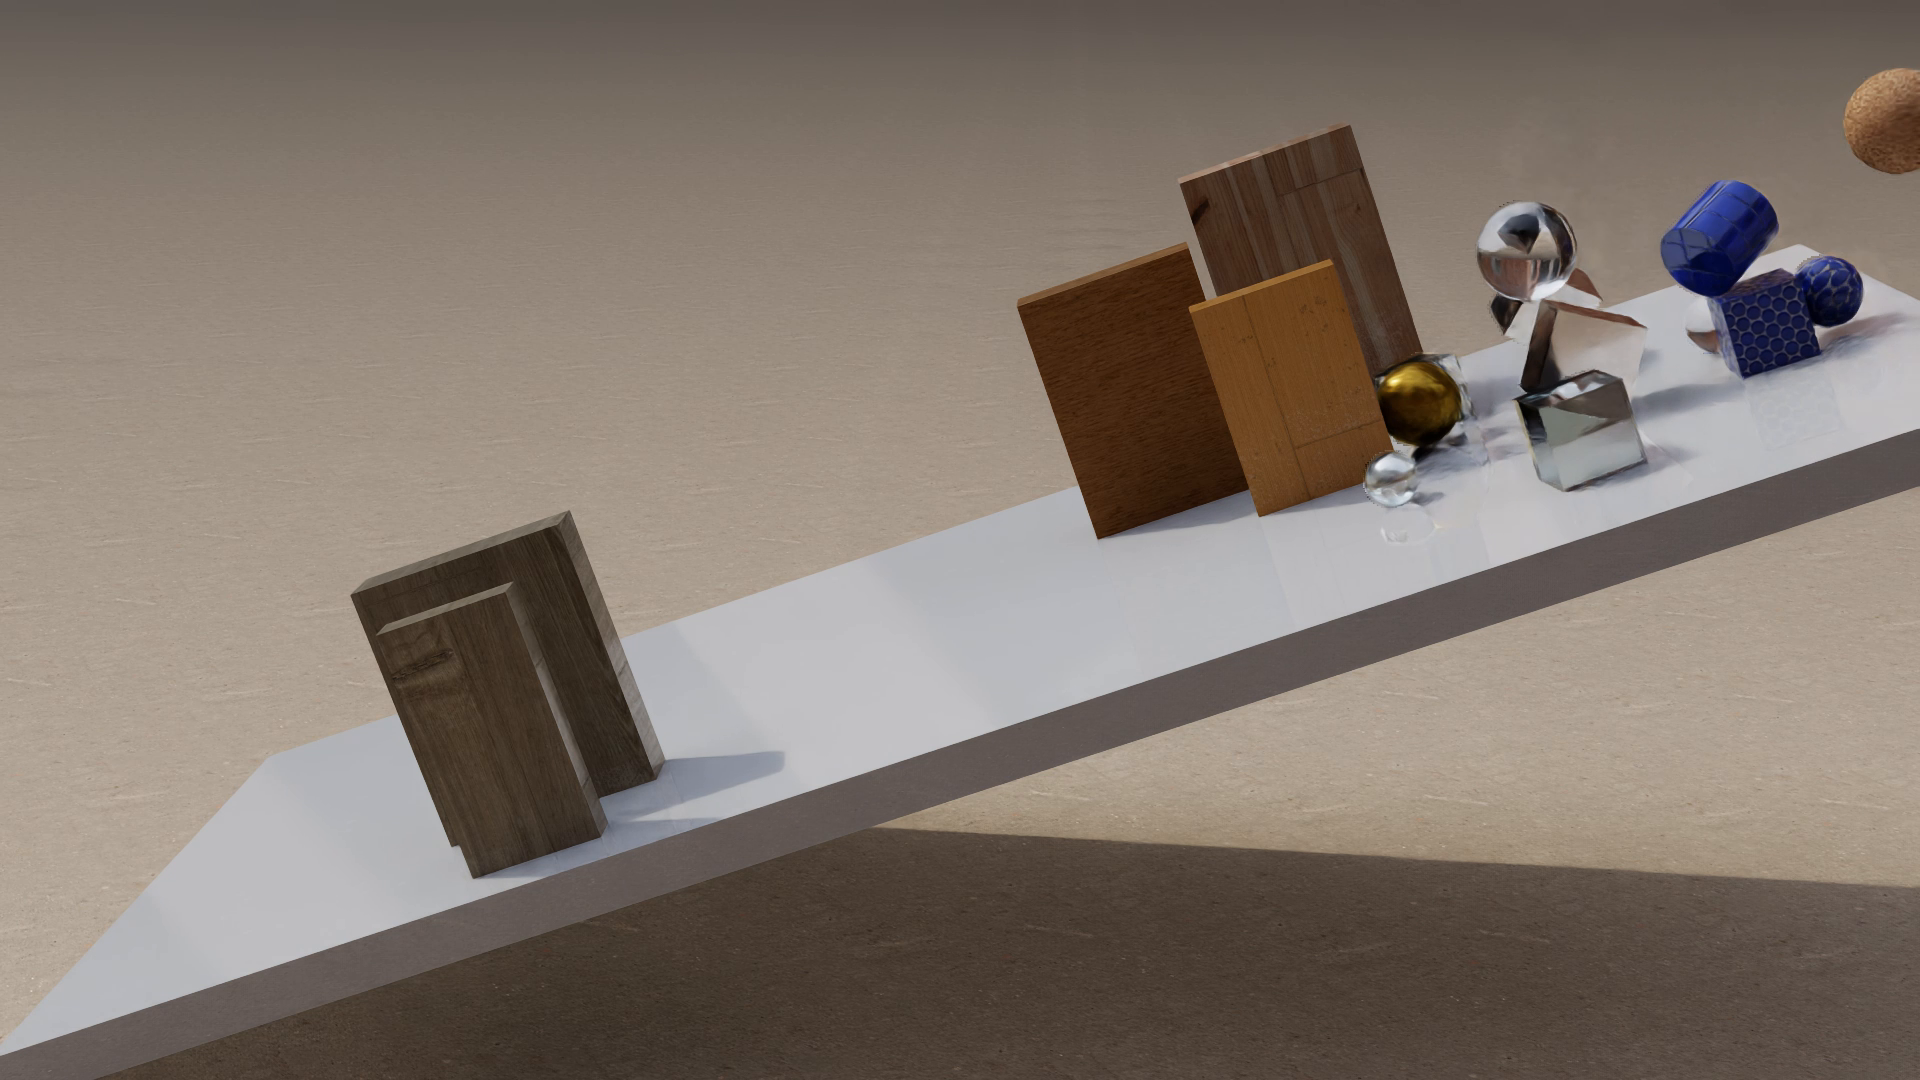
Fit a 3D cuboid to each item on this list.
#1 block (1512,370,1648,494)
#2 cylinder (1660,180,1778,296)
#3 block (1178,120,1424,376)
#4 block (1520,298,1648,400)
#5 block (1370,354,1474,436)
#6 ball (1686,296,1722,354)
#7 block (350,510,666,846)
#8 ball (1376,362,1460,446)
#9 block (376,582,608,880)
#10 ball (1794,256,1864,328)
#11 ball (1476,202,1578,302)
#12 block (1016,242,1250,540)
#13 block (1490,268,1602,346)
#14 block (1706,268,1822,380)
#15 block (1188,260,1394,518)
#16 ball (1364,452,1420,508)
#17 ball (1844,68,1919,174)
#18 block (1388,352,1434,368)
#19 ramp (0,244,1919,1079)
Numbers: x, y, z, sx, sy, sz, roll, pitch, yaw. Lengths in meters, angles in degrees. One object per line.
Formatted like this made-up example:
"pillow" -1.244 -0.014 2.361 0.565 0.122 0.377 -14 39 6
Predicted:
"block" 1.184 -0.209 5.617 0.169 0.169 0.169 -20 11 -2
"cylinder" 1.548 -0.615 5.996 0.170 0.170 0.170 14 49 47
"block" 0.803 -0.582 6.798 0.407 0.662 0.125 -19 11 6
"block" 1.275 -0.373 6.020 0.187 0.187 0.187 11 12 -2
"block" 1.022 -0.320 6.509 0.142 0.142 0.142 -25 12 -24
"ball" 1.599 -0.459 6.218 0.129 0.129 0.129 0 12 0
"block" -0.898 0.277 5.873 0.440 0.547 0.137 -19 11 6
"ball" 0.981 -0.292 6.293 0.180 0.180 0.180 0 12 0
"block" -0.882 0.360 5.560 0.261 0.502 0.089 -19 11 6
"ball" 1.778 -0.509 6.034 0.146 0.146 0.146 0 12 0
"ball" 1.163 -0.592 6.032 0.205 0.205 0.205 0 12 0
"block" 0.406 -0.333 6.560 0.397 0.553 0.130 -19 11 6
"block" 1.292 -0.523 6.493 0.158 0.158 0.158 20 25 -13
"block" 1.632 -0.441 5.985 0.162 0.162 0.162 -18 11 6
"block" 0.707 -0.321 6.219 0.313 0.461 0.094 -19 11 6
"ball" 0.866 -0.121 5.895 0.109 0.109 0.109 0 12 0
"ball" 1.841 -0.822 5.773 0.205 0.205 0.205 0 12 0
"block" 1.048 -0.353 6.712 0.109 0.109 0.109 -18 11 8
"ramp" 0.110 0.179 6.302 4.000 0.100 2.000 -19 11 6
